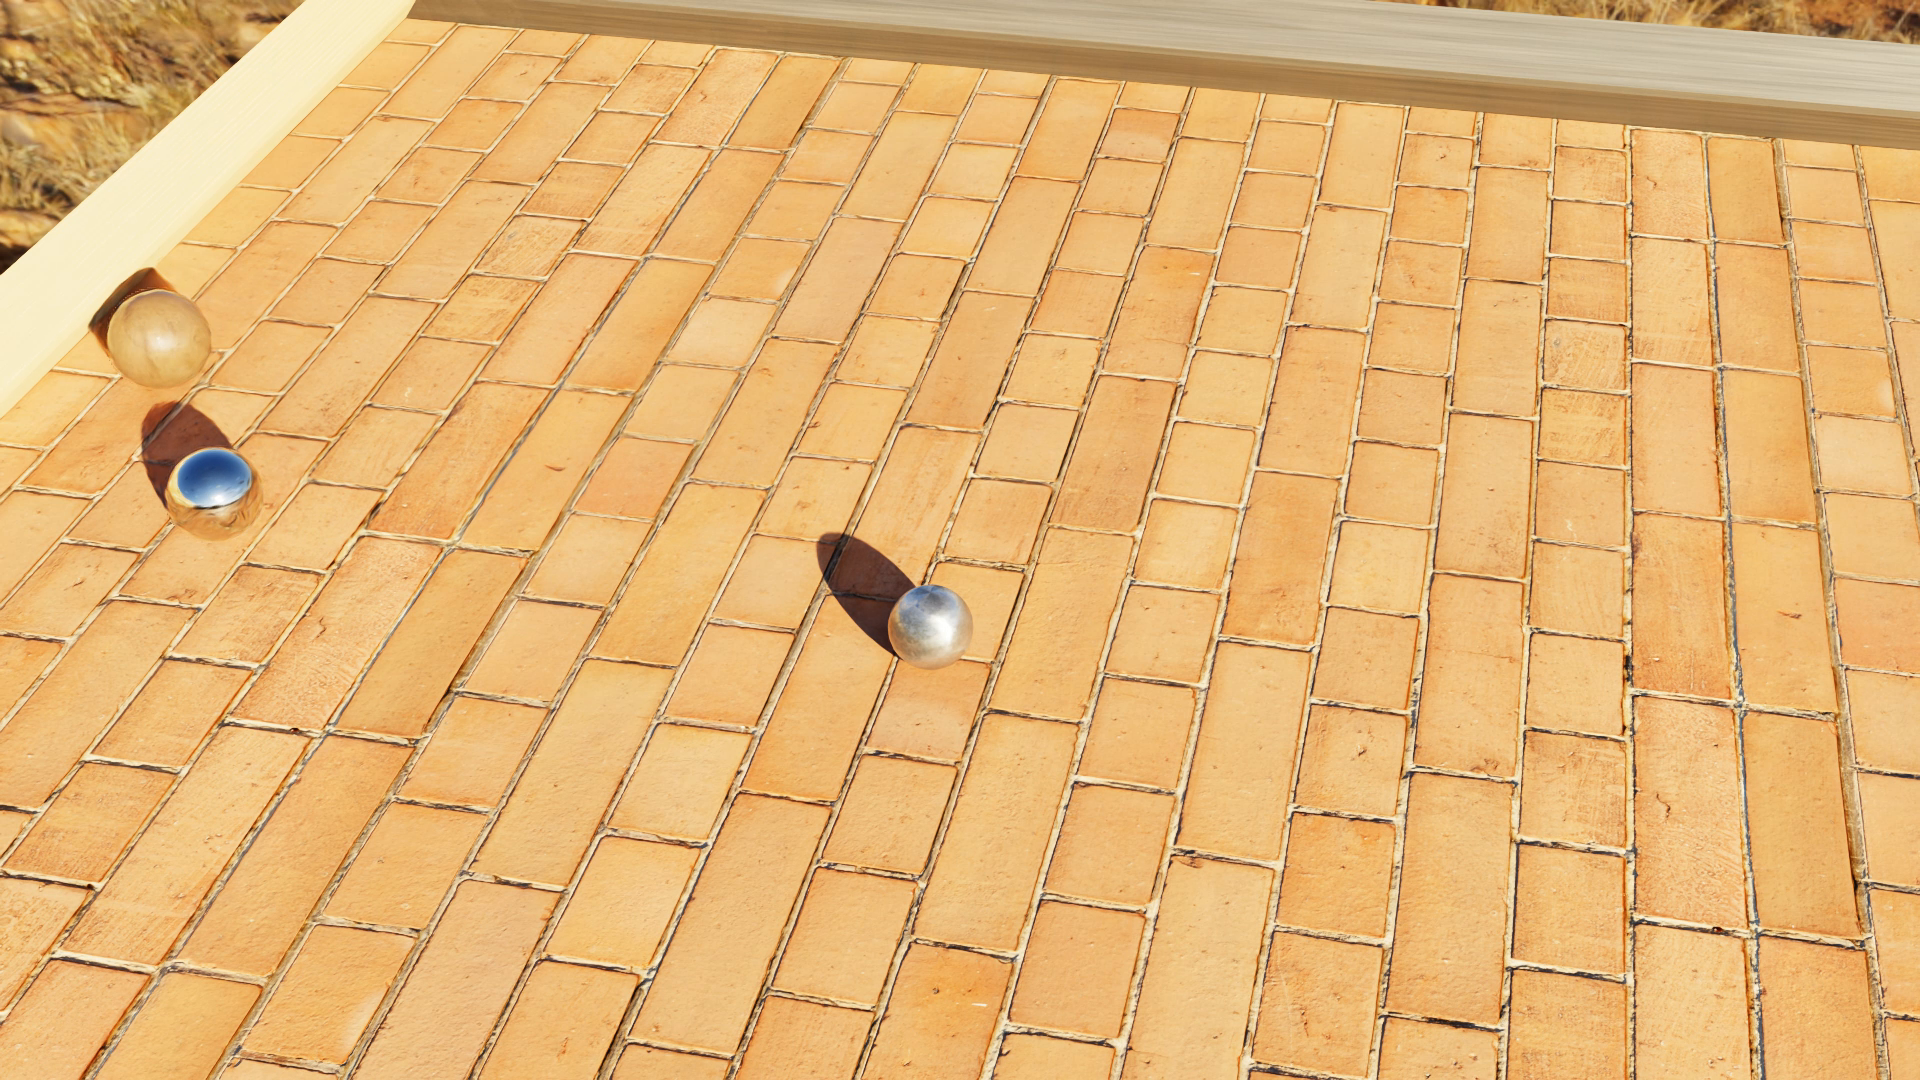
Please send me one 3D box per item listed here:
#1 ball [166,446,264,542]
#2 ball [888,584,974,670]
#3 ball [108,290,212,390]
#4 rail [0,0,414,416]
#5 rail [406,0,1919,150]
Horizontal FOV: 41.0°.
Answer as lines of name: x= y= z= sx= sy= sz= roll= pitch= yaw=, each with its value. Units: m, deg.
ball: x=-0.594 y=-0.036 z=2.046 sx=0.075 sy=0.075 sz=0.075 roll=0 pitch=34 yaw=0
ball: x=-0.022 y=0.065 z=1.906 sx=0.064 sy=0.064 sz=0.064 roll=0 pitch=34 yaw=0
ball: x=-0.699 y=-0.175 z=2.241 sx=0.087 sy=0.087 sz=0.087 roll=0 pitch=34 yaw=0
rail: x=-0.821 y=-0.115 z=2.127 sx=0.045 sy=0.113 sz=1.944 roll=7 pitch=35 yaw=10
rail: x=1.044 y=-0.433 z=2.598 sx=3.454 sy=0.113 sz=0.045 roll=7 pitch=35 yaw=10
